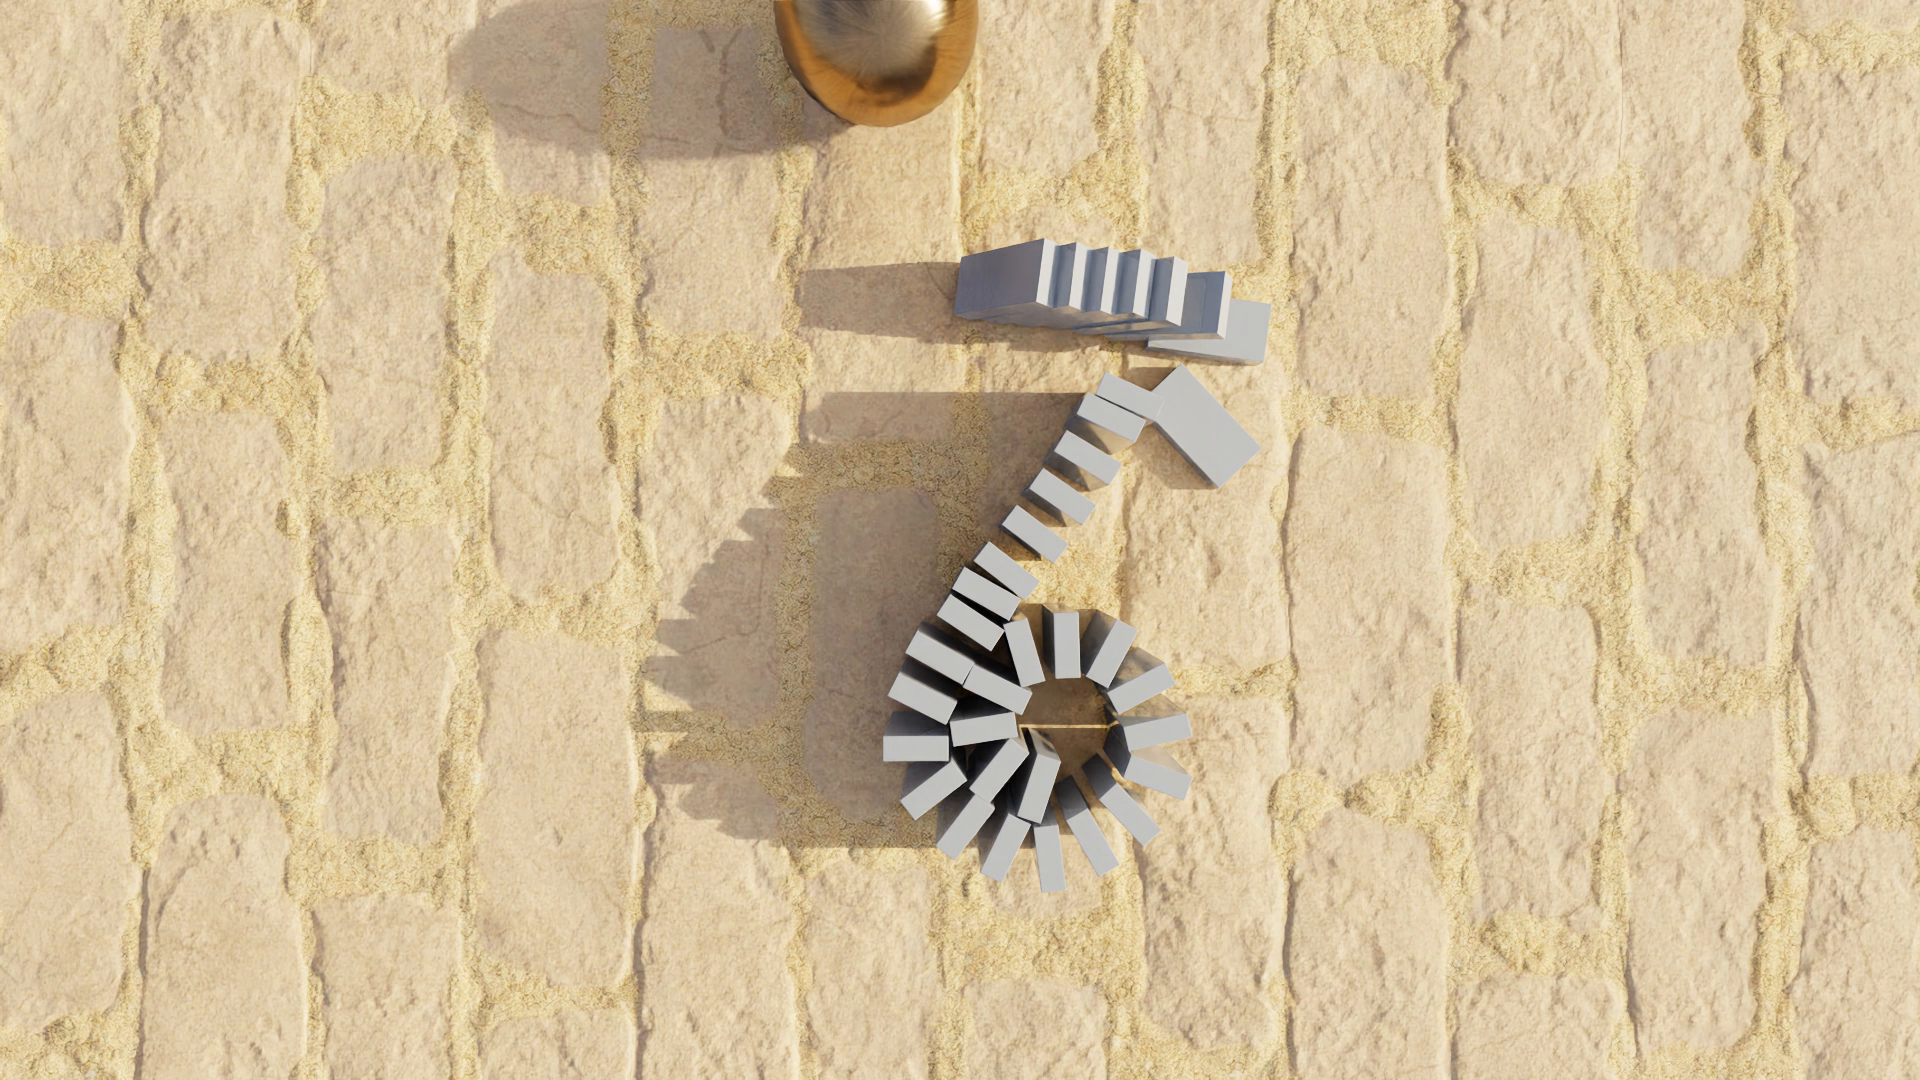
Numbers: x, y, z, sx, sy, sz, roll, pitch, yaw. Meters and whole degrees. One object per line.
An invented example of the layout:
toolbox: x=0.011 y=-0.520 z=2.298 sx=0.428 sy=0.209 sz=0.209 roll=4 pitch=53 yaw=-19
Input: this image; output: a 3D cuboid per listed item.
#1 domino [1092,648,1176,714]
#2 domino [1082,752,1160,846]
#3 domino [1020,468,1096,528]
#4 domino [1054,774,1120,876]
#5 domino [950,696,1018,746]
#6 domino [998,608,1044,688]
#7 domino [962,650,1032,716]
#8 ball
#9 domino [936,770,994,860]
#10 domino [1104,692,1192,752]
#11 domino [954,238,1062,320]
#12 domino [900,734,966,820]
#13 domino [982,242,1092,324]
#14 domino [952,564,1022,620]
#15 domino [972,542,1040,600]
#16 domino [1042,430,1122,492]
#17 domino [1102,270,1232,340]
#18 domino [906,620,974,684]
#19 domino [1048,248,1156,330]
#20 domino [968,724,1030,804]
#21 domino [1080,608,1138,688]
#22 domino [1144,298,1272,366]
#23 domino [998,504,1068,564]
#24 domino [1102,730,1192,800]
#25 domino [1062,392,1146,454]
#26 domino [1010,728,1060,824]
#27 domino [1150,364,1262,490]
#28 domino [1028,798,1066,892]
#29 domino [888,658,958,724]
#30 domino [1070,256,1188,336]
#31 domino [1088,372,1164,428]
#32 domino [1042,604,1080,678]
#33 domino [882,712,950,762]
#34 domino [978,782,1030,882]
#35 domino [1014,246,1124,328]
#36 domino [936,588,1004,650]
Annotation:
domino: x=0.069 y=0.057 z=0.375 sx=0.025 sy=0.050 sz=0.009 roll=-28 pitch=90 yaw=0
domino: x=0.065 y=0.105 z=0.375 sx=0.009 sy=0.050 sz=0.025 roll=-43 pitch=90 yaw=0
domino: x=0.039 y=-0.017 z=0.375 sx=0.025 sy=0.050 sz=0.010 roll=35 pitch=90 yaw=0
domino: x=0.051 y=0.116 z=0.375 sx=0.009 sy=0.050 sz=0.025 roll=-30 pitch=90 yaw=0
domino: x=0.009 y=0.072 z=0.375 sx=0.025 sy=0.050 sz=0.010 roll=-9 pitch=90 yaw=0
domino: x=0.024 y=0.043 z=0.375 sx=0.009 sy=0.050 sz=0.025 roll=-16 pitch=90 yaw=0
domino: x=0.014 y=0.057 z=0.375 sx=0.025 sy=0.050 sz=0.010 roll=26 pitch=90 yaw=0
ball: x=-0.032 y=-0.206 z=0.360 sx=0.080 sy=0.080 sz=0.080 roll=0 pitch=90 yaw=0
domino: x=0.002 y=0.110 z=0.375 sx=0.010 sy=0.050 sz=0.025 roll=38 pitch=90 yaw=0
domino: x=0.076 y=0.073 z=0.375 sx=0.025 sy=0.050 sz=0.009 roll=-13 pitch=90 yaw=0
domino: x=0.019 y=-0.107 z=0.378 sx=0.009 sy=0.050 sz=0.025 roll=8 pitch=90 yaw=-41
domino: x=-0.010 y=0.096 z=0.375 sx=0.025 sy=0.050 sz=0.010 roll=-37 pitch=90 yaw=0
domino: x=0.031 y=-0.105 z=0.378 sx=0.010 sy=0.050 sz=0.025 roll=8 pitch=89 yaw=-41
domino: x=0.010 y=0.021 z=0.375 sx=0.025 sy=0.050 sz=0.010 roll=29 pitch=90 yaw=0
domino: x=0.018 y=0.012 z=0.375 sx=0.025 sy=0.050 sz=0.010 roll=38 pitch=90 yaw=0
domino: x=0.049 y=-0.031 z=0.375 sx=0.025 sy=0.050 sz=0.009 roll=31 pitch=90 yaw=0
domino: x=0.086 y=-0.097 z=0.382 sx=0.050 sy=0.010 sz=0.025 roll=7 pitch=90 yaw=34
domino: x=-0.008 y=0.045 z=0.375 sx=0.025 sy=0.050 sz=0.009 roll=29 pitch=90 yaw=0
domino: x=0.056 y=-0.103 z=0.378 sx=0.010 sy=0.050 sz=0.025 roll=8 pitch=90 yaw=-41
domino: x=0.015 y=0.088 z=0.375 sx=0.010 sy=0.050 sz=0.025 roll=39 pitch=90 yaw=0
domino: x=0.058 y=0.043 z=0.375 sx=0.010 sy=0.050 sz=0.025 roll=28 pitch=90 yaw=0
domino: x=0.107 y=-0.092 z=0.395 sx=0.050 sy=0.010 sz=0.025 roll=8 pitch=90 yaw=0
domino: x=0.029 y=-0.002 z=0.375 sx=0.025 sy=0.050 sz=0.010 roll=37 pitch=90 yaw=0
domino: x=0.076 y=0.091 z=0.375 sx=0.025 sy=0.050 sz=0.010 roll=20 pitch=90 yaw=0
domino: x=0.058 y=-0.047 z=0.375 sx=0.025 sy=0.050 sz=0.009 roll=26 pitch=90 yaw=0
domino: x=0.030 y=0.095 z=0.375 sx=0.010 sy=0.050 sz=0.025 roll=18 pitch=90 yaw=0
domino: x=0.103 y=-0.049 z=0.395 sx=0.025 sy=0.009 sz=0.050 roll=-43 pitch=90 yaw=0
domino: x=0.034 y=0.122 z=0.375 sx=0.010 sy=0.050 sz=0.025 roll=-7 pitch=90 yaw=0
domino: x=-0.014 y=0.061 z=0.375 sx=0.025 sy=0.050 sz=0.010 roll=27 pitch=90 yaw=0
domino: x=0.069 y=-0.100 z=0.378 sx=0.010 sy=0.050 sz=0.025 roll=8 pitch=90 yaw=-42
domino: x=0.065 y=-0.055 z=0.375 sx=0.025 sy=0.050 sz=0.010 roll=24 pitch=90 yaw=0
domino: x=0.041 y=0.040 z=0.375 sx=0.010 sy=0.050 sz=0.025 roll=-2 pitch=90 yaw=0
domino: x=-0.017 y=0.080 z=0.375 sx=0.025 sy=0.050 sz=0.010 roll=0 pitch=90 yaw=0
domino: x=0.017 y=0.118 z=0.375 sx=0.009 sy=0.050 sz=0.025 roll=26 pitch=90 yaw=0
domino: x=0.044 y=-0.103 z=0.378 sx=0.009 sy=0.050 sz=0.025 roll=8 pitch=90 yaw=-41
domino: x=0.004 y=0.032 z=0.375 sx=0.025 sy=0.050 sz=0.009 roll=34 pitch=90 yaw=0
